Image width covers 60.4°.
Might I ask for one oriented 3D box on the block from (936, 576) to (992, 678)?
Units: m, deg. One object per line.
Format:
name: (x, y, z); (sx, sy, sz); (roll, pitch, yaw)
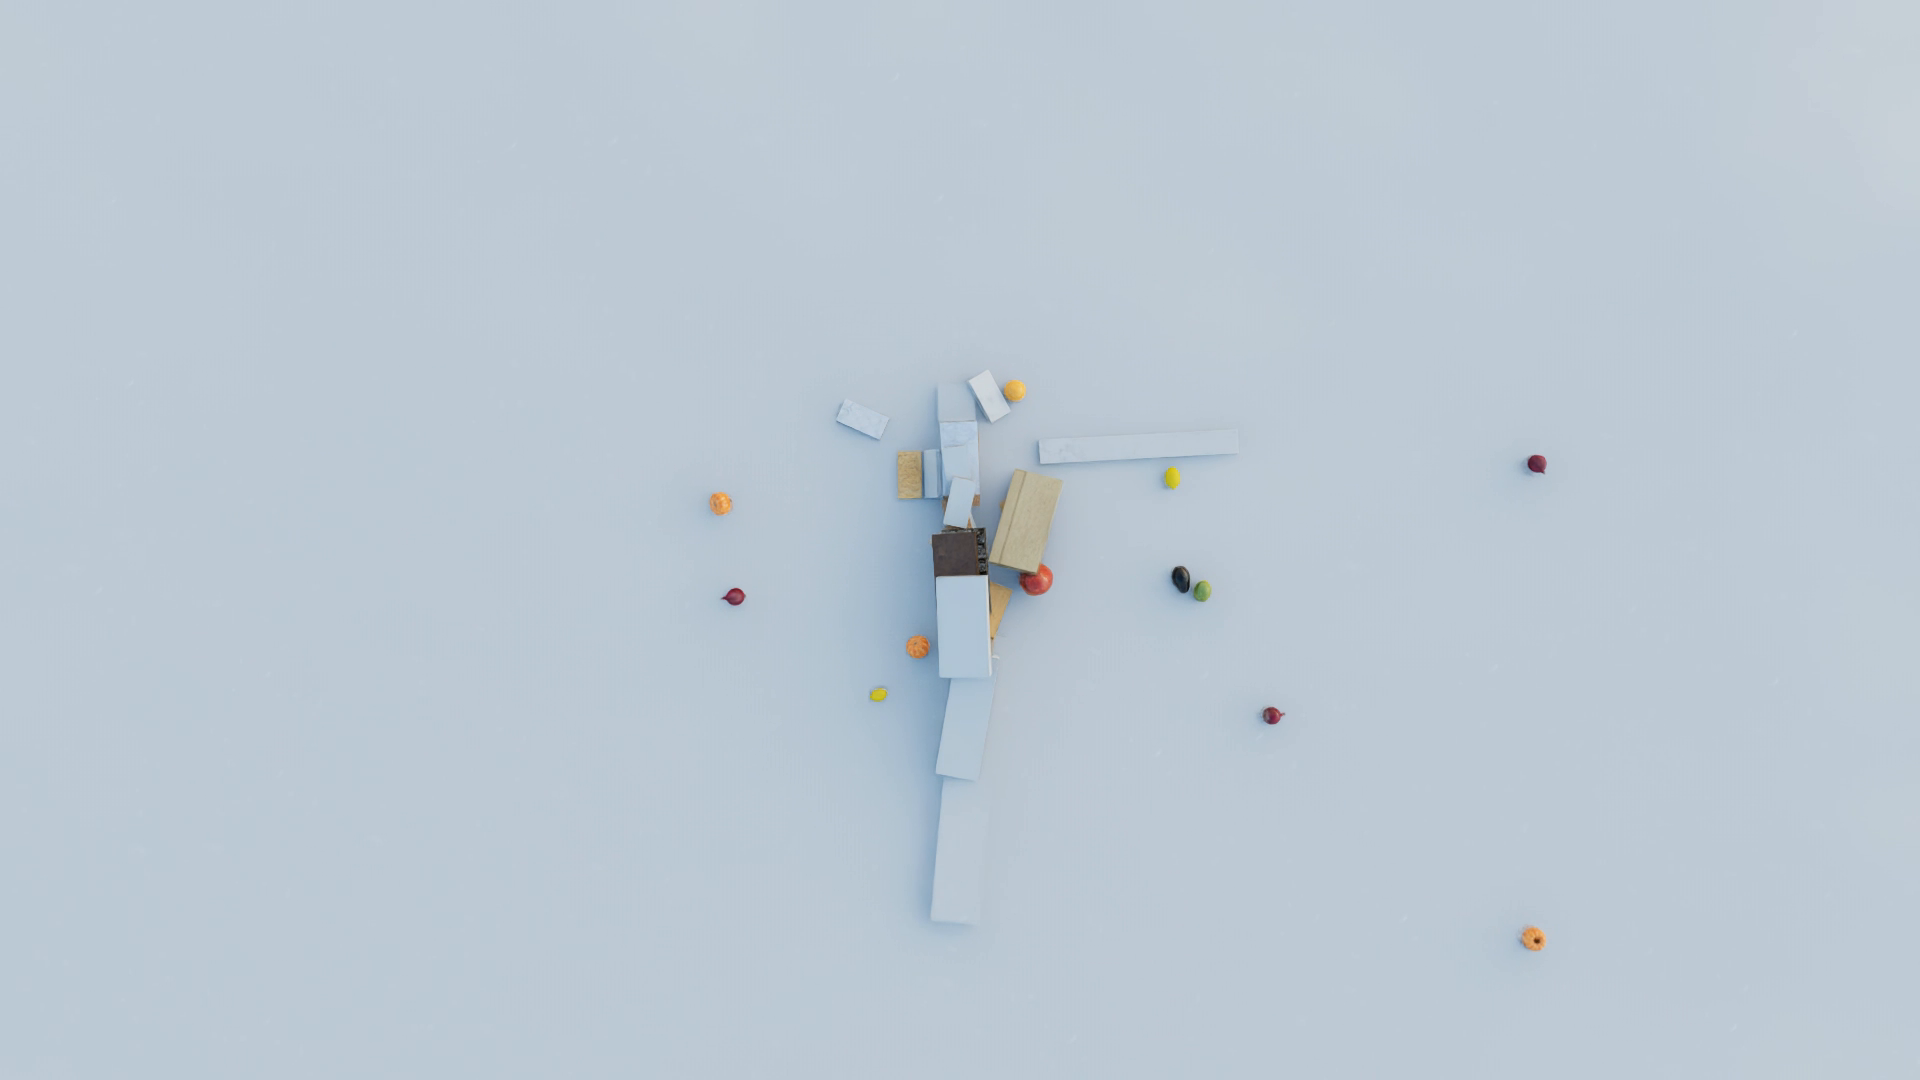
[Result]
block: (0.012, 0.279, 5.328); (0.162, 0.046, 0.325); (-1, 95, 11)

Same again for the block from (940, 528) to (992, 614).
block: (0.021, 0.105, 5.394); (0.141, 0.040, 0.283); (-3, 95, 11)

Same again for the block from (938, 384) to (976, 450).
block: (-0.009, -0.398, 5.483); (0.121, 0.034, 0.242); (-2, 90, 0)

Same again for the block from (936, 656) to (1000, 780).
block: (0.025, 0.574, 5.407); (0.141, 0.040, 0.413); (10, 97, 3)

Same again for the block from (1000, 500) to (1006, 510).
block: (0.218, -0.120, 5.489); (0.159, 0.023, 0.080); (-26, 90, 0)

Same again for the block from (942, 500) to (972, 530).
block: (-0.006, -0.062, 5.434); (0.078, 0.022, 0.157); (-14, 81, 8)

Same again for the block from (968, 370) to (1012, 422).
block: (0.096, -0.476, 5.469); (0.079, 0.022, 0.158); (-31, 98, -15)

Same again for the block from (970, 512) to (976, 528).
block: (0.017, -0.013, 5.459); (0.088, 0.025, 0.178); (-19, 80, -8)

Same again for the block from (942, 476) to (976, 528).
block: (-0.001, -0.123, 5.390); (0.078, 0.022, 0.157); (12, 99, -3)

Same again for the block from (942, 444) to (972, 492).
block: (-0.009, -0.229, 5.394); (0.078, 0.022, 0.157); (-10, 102, 2)

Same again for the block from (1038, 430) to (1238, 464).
block: (0.594, -0.311, 5.489); (0.661, 0.023, 0.080); (-3, 90, 0)

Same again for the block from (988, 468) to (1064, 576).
block: (0.218, -0.059, 5.425); (0.162, 0.046, 0.325); (14, 77, 11)

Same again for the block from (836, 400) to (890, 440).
block: (-0.323, -0.401, 5.489); (0.159, 0.023, 0.080); (24, 90, 0)

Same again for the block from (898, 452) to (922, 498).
block: (-0.167, -0.216, 5.489); (0.079, 0.022, 0.158); (0, 90, 0)

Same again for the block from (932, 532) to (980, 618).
block: (-0.010, 0.118, 5.361); (0.141, 0.040, 0.283); (-3, 95, 11)

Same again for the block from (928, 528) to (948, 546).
block: (-0.049, -0.008, 5.473); (0.107, 0.015, 0.054); (-38, 83, -11)

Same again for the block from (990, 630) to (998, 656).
block: (0.077, 0.309, 5.442); (0.088, 0.025, 0.176); (13, 72, 2)

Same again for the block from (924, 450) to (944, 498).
block: (-0.089, -0.220, 5.461); (0.022, 0.079, 0.157); (-2, 90, -33)

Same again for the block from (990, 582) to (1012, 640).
block: (0.101, 0.231, 5.442); (0.088, 0.025, 0.175); (21, 73, 5)

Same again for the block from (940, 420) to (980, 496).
block: (0.000, -0.269, 5.415); (0.121, 0.034, 0.242); (-2, 102, 0)

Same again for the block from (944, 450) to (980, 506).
block: (0.003, -0.233, 5.458); (0.121, 0.034, 0.242); (-1, 102, 0)

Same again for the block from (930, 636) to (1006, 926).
block: (0.027, 0.789, 5.477); (0.162, 0.046, 0.958); (5, 90, 0)
